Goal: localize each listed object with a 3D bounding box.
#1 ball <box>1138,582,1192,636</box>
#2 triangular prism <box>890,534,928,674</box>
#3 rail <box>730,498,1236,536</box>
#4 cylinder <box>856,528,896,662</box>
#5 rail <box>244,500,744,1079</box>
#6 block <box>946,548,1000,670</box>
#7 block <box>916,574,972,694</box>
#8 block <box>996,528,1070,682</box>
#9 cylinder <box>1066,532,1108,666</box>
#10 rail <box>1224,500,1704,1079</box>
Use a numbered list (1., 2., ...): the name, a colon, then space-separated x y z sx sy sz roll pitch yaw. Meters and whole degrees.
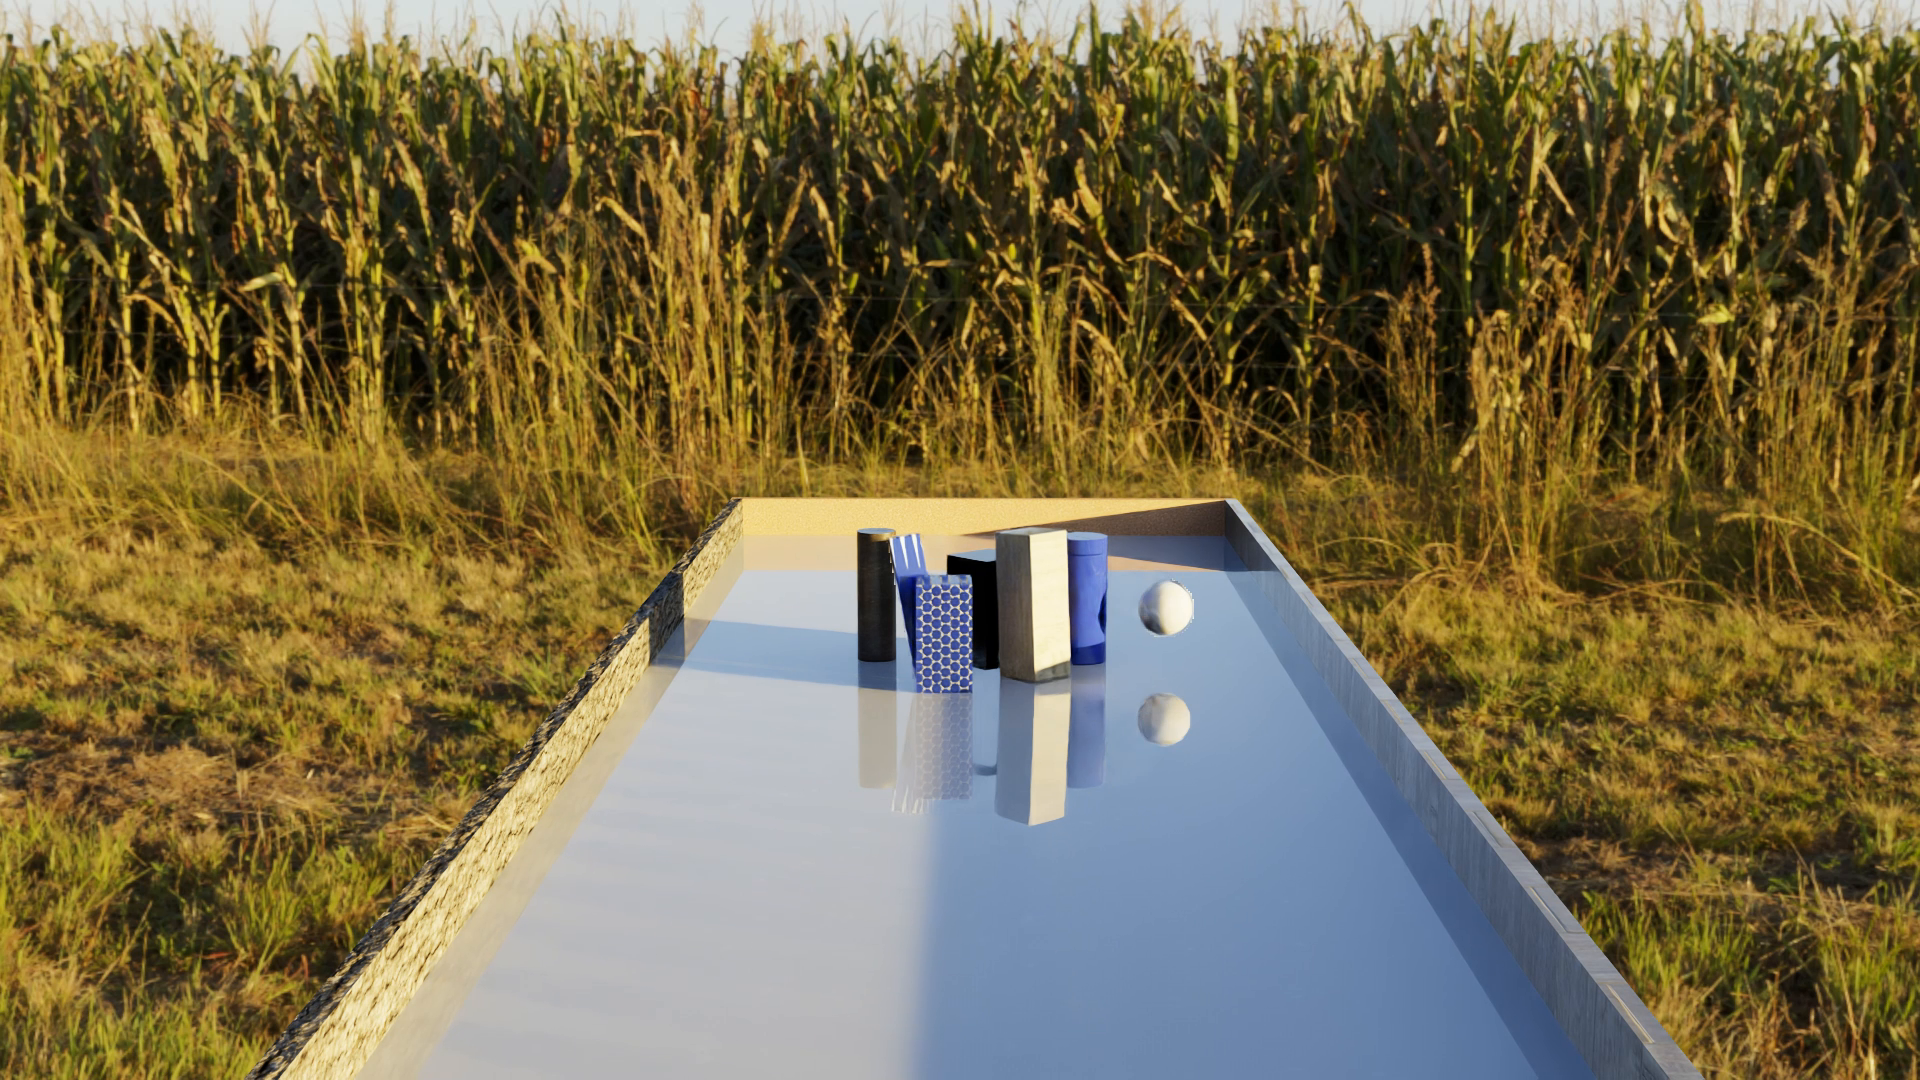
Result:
1. ball: 0.617 0.206 6.617 0.164 0.164 0.164 0 9 0
2. triangular prism: -0.129 0.192 6.466 0.091 0.414 0.079 -11 1 -8
3. rail: 0.099 -0.098 9.147 2.100 0.150 0.050 0 9 1
4. cylinder: -0.254 0.167 6.695 0.119 0.395 0.119 0 9 0
5. rail: -1.004 0.839 3.234 0.050 0.150 12.000 0 9 1
6. block: 0.085 0.207 6.654 0.176 0.328 0.176 -8 12 -42
7. block: -0.047 0.268 6.317 0.160 0.313 0.160 0 9 -2
8. block: 0.215 0.186 6.454 0.147 0.425 0.147 -8 9 -42
9. cylinder: 0.365 0.176 6.676 0.163 0.382 0.163 0 9 0
10. rail: 1.046 0.843 3.208 0.050 0.150 12.000 0 9 1
